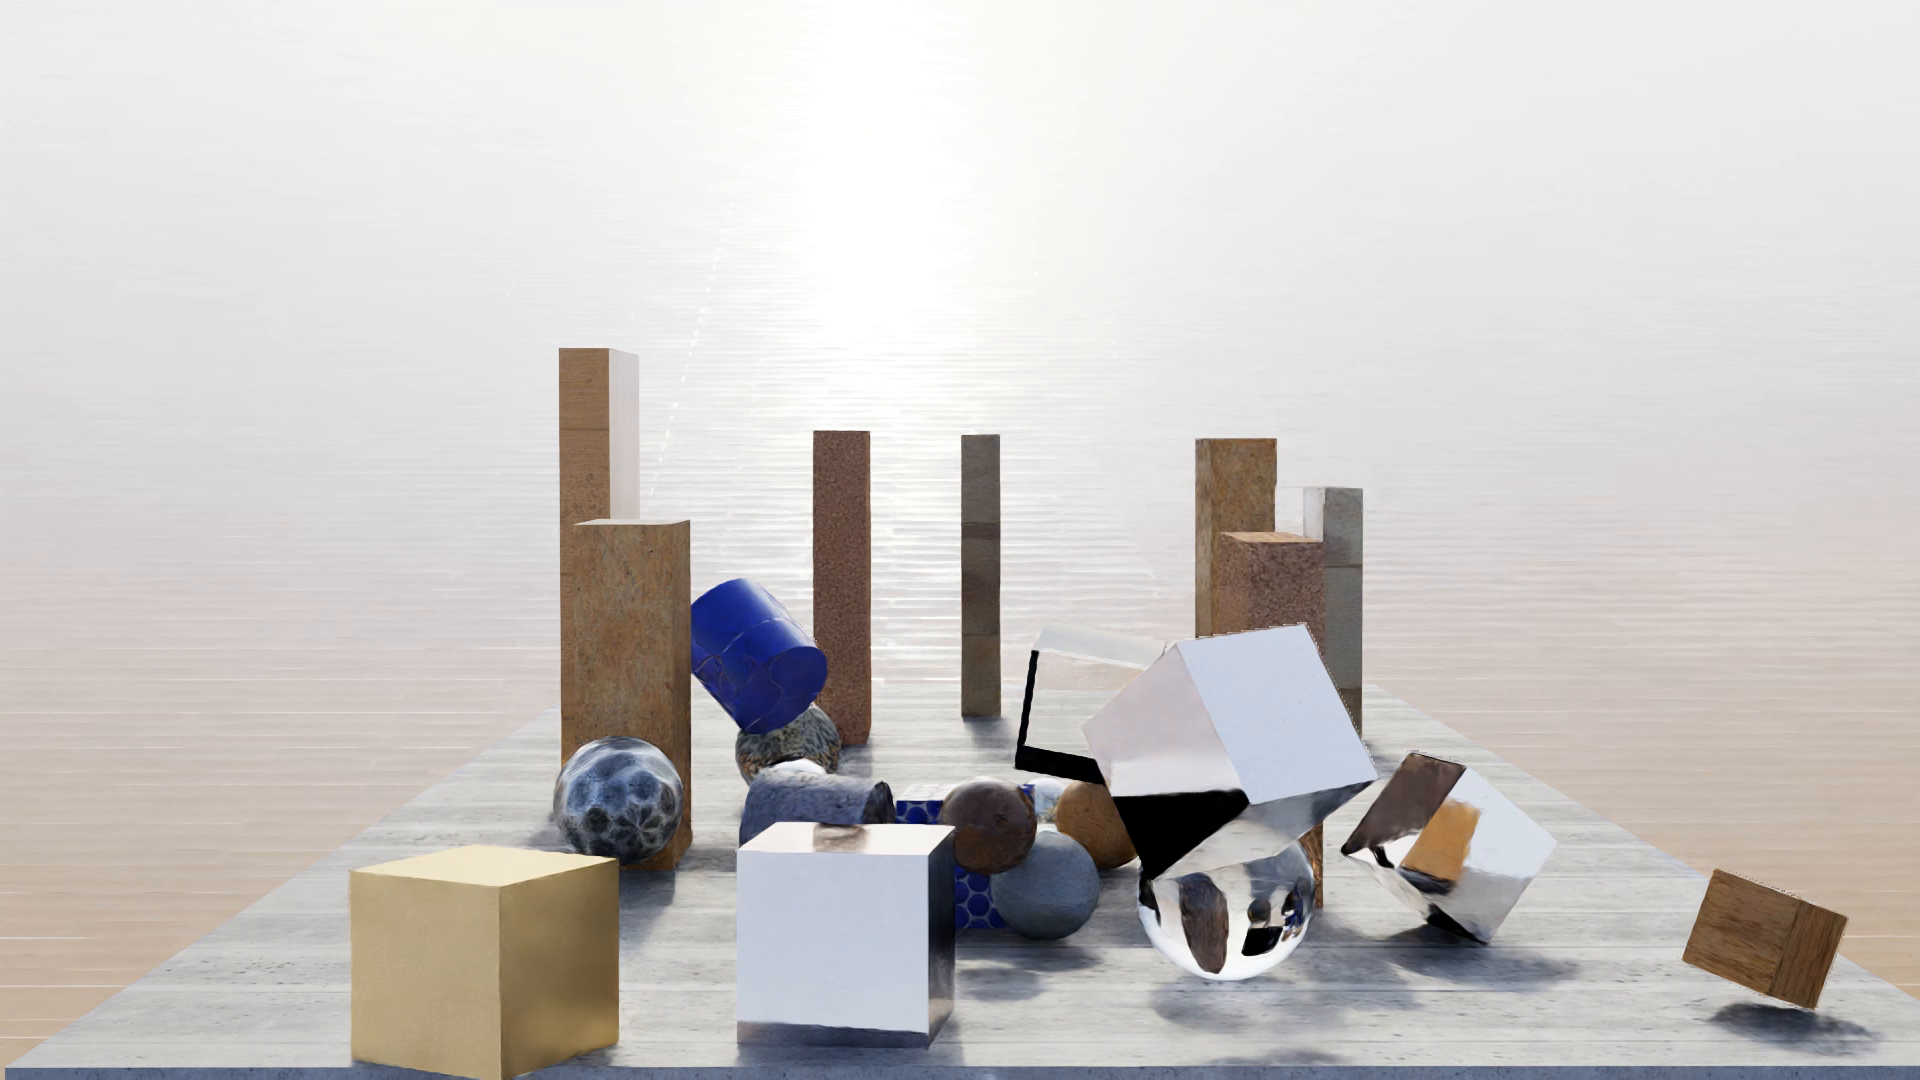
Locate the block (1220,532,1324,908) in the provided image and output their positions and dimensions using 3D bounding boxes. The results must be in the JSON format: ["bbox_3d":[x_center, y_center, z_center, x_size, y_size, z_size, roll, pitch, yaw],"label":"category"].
[{"bbox_3d":[0.430,0.238,3.583,0.100,0.483,0.377,0,2,0],"label":"block"}]

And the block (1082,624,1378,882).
[{"bbox_3d":[0.286,0.227,2.752,0.187,0.187,0.187,-6,62,-38],"label":"block"}]

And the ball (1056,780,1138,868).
[{"bbox_3d":[0.209,0.403,3.717,0.143,0.143,0.143,0,24,0],"label":"ball"}]

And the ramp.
[{"bbox_3d":[0.054,0.493,4.543,2.000,0.100,4.000,0,2,0],"label":"ramp"}]

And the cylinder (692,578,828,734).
[{"bbox_3d":[-0.338,0.188,4.167,0.180,0.180,0.180,-18,47,-34],"label":"cylinder"}]

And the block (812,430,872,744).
[{"bbox_3d":[-0.246,0.090,5.409,0.107,0.639,0.342,0,2,0],"label":"block"}]

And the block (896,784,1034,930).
[{"bbox_3d":[0.008,0.408,3.342,0.162,0.162,0.162,0,2,7],"label":"block"}]

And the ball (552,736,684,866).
[{"bbox_3d":[-0.479,0.366,3.613,0.183,0.183,0.183,0,24,0],"label":"ball"}]

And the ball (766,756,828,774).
[{"bbox_3d":[-0.255,0.399,3.937,0.135,0.135,0.135,0,24,0],"label":"ball"}]

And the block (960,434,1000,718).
[{"bbox_3d":[0.047,0.075,5.878,0.089,0.631,0.266,0,2,0],"label":"block"}]

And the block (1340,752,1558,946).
[{"bbox_3d":[0.608,0.382,3.210,0.158,0.158,0.158,39,-9,-14],"label":"block"}]

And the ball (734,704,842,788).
[{"bbox_3d":[-0.293,0.359,4.383,0.181,0.181,0.181,0,24,0],"label":"ball"}]

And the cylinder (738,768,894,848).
[{"bbox_3d":[-0.190,0.395,3.451,0.163,0.163,0.163,5,24,16],"label":"cylinder"}]

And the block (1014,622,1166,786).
[{"bbox_3d":[0.184,0.231,3.619,0.172,0.172,0.172,10,13,8],"label":"block"}]

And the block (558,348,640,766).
[{"bbox_3d":[-0.647,0.050,4.651,0.087,0.778,0.419,0,2,0],"label":"block"}]

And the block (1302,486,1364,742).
[{"bbox_3d":[0.784,0.149,5.437,0.080,0.518,0.329,0,2,0],"label":"block"}]

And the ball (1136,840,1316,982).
[{"bbox_3d":[0.304,0.402,2.946,0.205,0.205,0.205,0,24,0],"label":"ball"}]

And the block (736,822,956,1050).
[{"bbox_3d":[-0.117,0.414,2.722,0.199,0.199,0.199,0,2,8],"label":"block"}]

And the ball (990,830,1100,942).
[{"bbox_3d":[0.106,0.428,3.184,0.135,0.135,0.135,0,24,0],"label":"ball"}]

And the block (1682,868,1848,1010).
[{"bbox_3d":[0.873,0.433,2.795,0.107,0.107,0.107,21,-1,-41],"label":"block"}]

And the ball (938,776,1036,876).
[{"bbox_3d":[0.033,0.345,3.113,0.120,0.120,0.120,0,24,0],"label":"ball"}]

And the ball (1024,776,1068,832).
[{"bbox_3d":[0.128,0.413,3.894,0.109,0.109,0.109,0,24,0],"label":"ball"}]

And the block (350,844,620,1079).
[{"bbox_3d":[-0.479,0.423,2.606,0.190,0.190,0.190,1,3,29],"label":"block"}]

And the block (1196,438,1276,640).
[{"bbox_3d":[0.589,0.093,5.530,0.134,0.623,0.353,0,2,0],"label":"block"}]

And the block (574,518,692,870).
[{"bbox_3d":[-0.483,0.221,3.830,0.141,0.498,0.261,0,2,0],"label":"block"}]
